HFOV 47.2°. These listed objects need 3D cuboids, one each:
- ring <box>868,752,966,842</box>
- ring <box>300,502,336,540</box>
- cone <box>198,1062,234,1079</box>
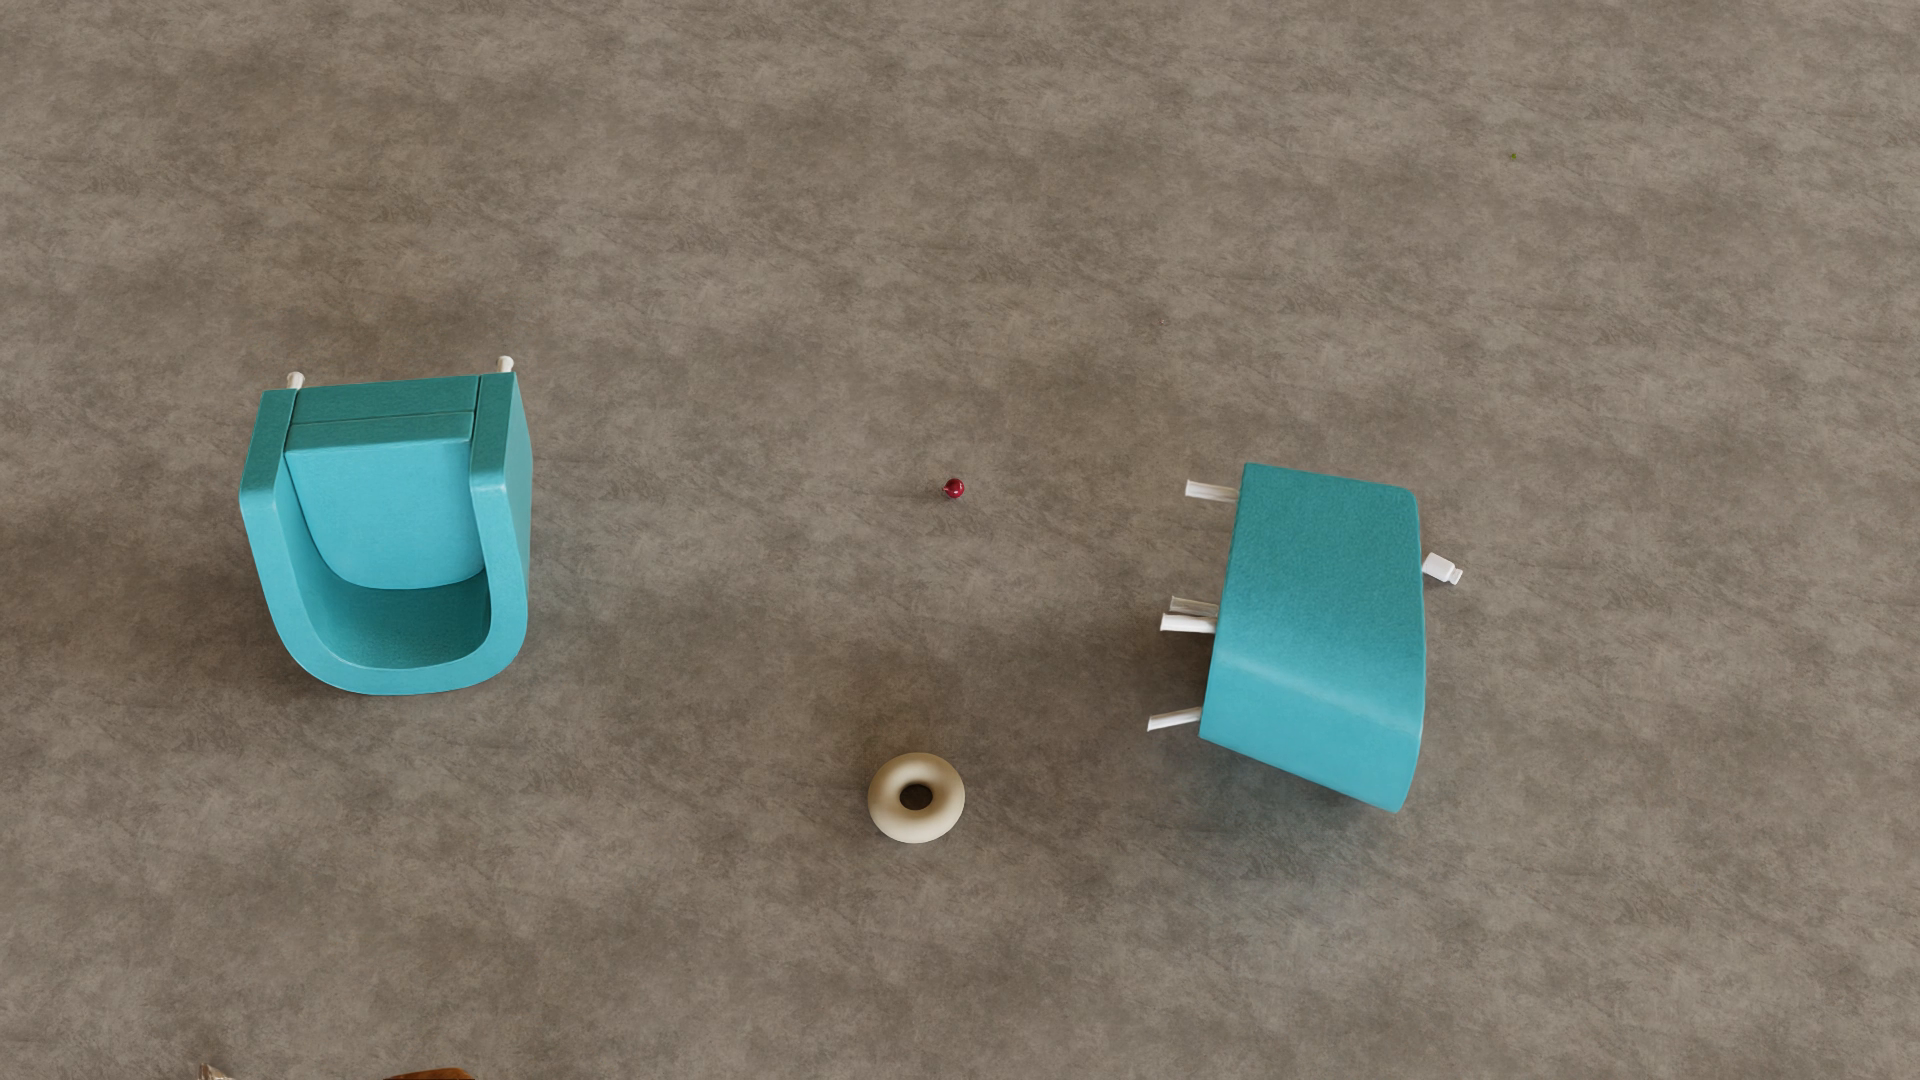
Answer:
[{"bbox_3d":[-0.121,0.707,6.045,0.272,0.092,0.264,-31,62,-18],"label":"ring"},{"bbox_3d":[-1.918,-0.058,6.564,0.074,0.083,0.121,23,72,9],"label":"ring"},{"bbox_3d":[-1.882,1.389,5.614,0.085,0.111,0.127,-1,56,-42],"label":"cone"}]
